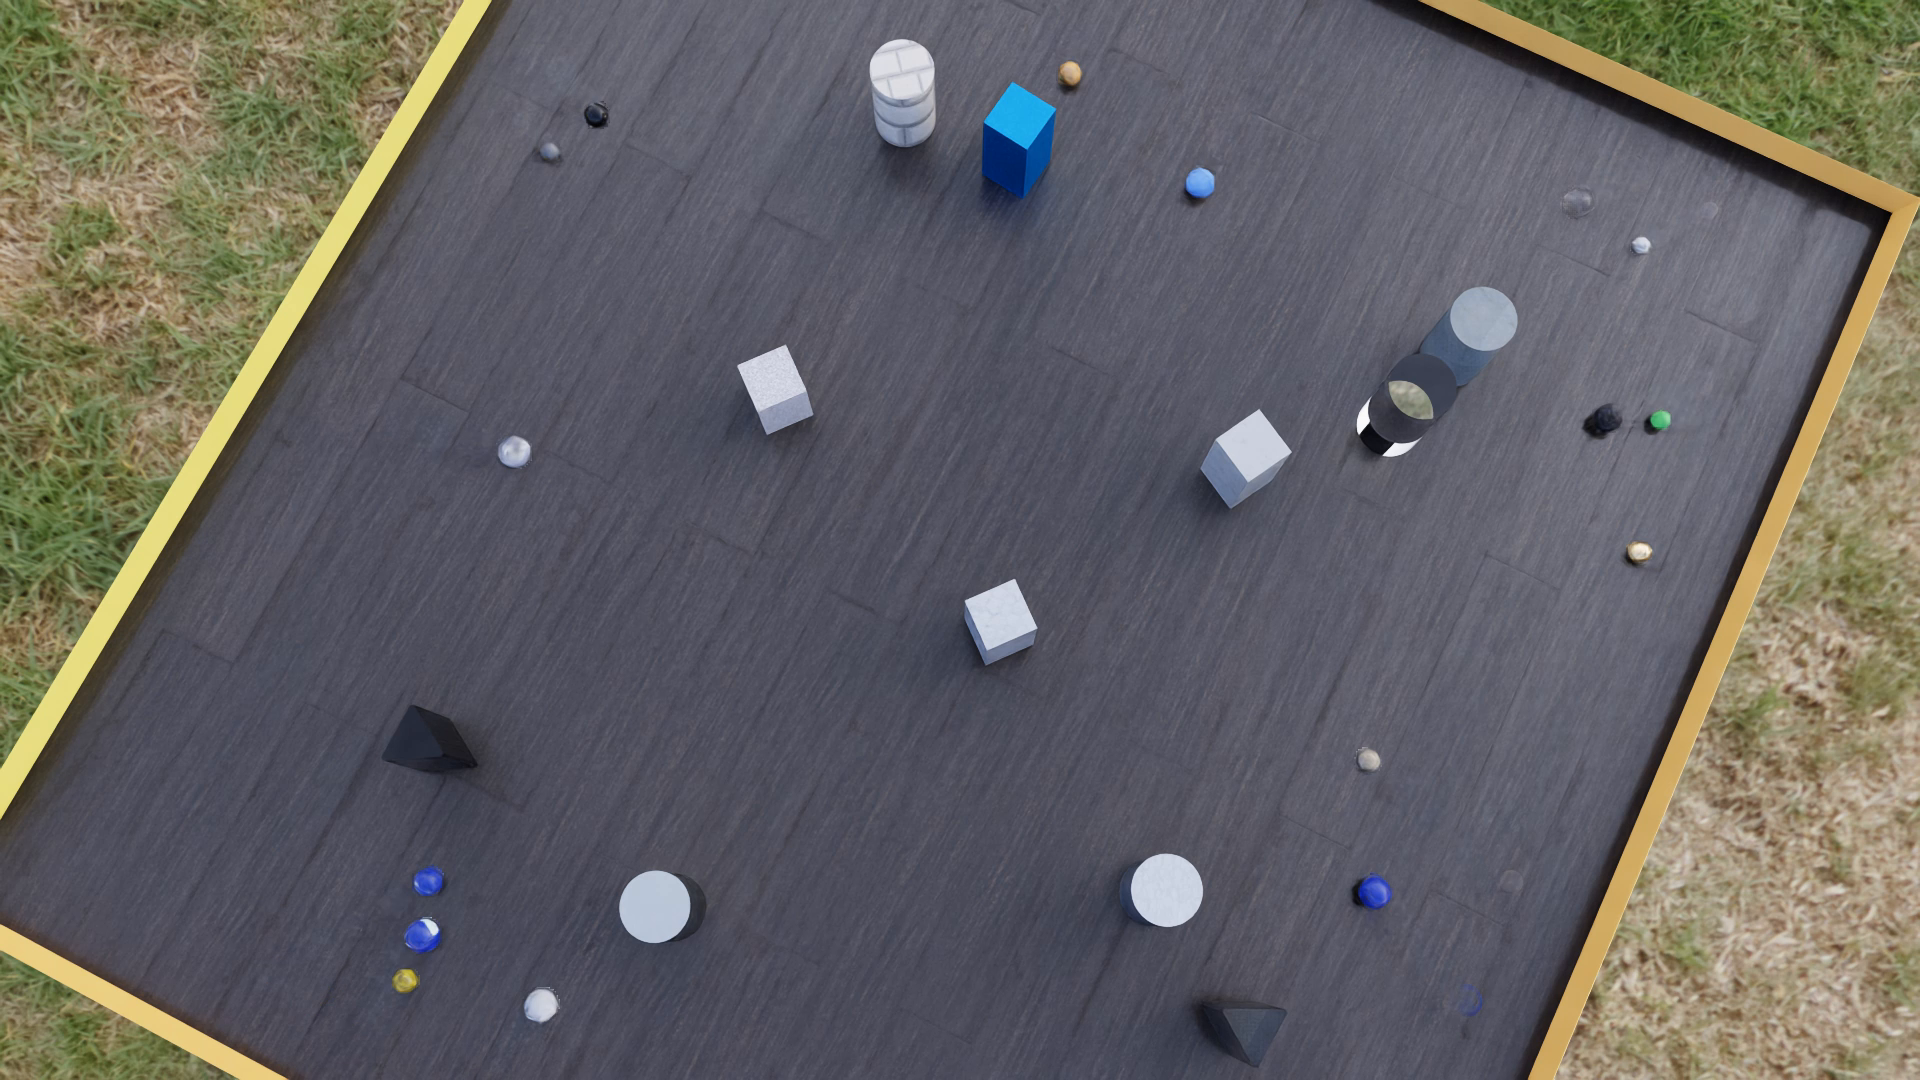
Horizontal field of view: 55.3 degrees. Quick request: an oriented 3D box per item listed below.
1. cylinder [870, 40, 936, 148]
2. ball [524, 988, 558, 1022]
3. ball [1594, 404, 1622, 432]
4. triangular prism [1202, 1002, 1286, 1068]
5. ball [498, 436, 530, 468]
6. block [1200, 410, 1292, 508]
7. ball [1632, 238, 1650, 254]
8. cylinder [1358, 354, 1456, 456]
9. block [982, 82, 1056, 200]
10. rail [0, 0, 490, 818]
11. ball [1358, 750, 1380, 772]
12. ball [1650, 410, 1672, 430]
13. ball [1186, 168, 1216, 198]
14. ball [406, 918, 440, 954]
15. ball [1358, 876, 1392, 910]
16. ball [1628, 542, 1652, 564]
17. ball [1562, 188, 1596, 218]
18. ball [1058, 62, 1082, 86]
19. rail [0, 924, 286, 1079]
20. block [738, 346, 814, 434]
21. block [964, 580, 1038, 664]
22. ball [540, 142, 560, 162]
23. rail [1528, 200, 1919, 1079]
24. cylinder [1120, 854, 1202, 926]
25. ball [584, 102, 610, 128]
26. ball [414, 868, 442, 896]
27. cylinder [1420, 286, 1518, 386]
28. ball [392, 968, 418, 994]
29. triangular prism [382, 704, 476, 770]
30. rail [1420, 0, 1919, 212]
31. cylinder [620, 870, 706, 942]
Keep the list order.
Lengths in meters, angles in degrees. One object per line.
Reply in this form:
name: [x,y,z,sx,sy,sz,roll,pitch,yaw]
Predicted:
cylinder: [-0.176,-1.391,5.726,0.197,0.350,0.197,0,78,0]
ball: [-1.210,1.345,5.290,0.094,0.094,0.094,0,78,0]
ball: [1.998,-0.377,5.651,0.086,0.086,0.086,0,78,0]
triangular prism: [0.765,1.337,5.105,0.148,0.460,0.170,31,80,6]
ball: [-1.367,-0.271,5.623,0.098,0.098,0.098,0,78,0]
block: [0.851,-0.238,5.485,0.157,0.355,0.157,-34,80,-7]
ball: [2.149,-0.929,5.782,0.053,0.053,0.053,0,78,0]
cylinder: [1.331,-0.398,5.480,0.197,0.429,0.197,0,78,0]
block: [0.179,-1.231,5.675,0.157,0.385,0.157,33,80,6]
rail: [-1.944,-0.945,5.746,0.045,0.128,4.610,26,80,5]
ball: [1.215,0.657,5.446,0.067,0.067,0.067,0,78,0]
ball: [2.166,-0.371,5.663,0.060,0.060,0.060,0,78,0]
ball: [0.761,-1.130,5.803,0.094,0.094,0.094,0,78,0]
ball: [-1.562,1.151,5.328,0.098,0.098,0.098,0,78,0]
ball: [1.213,1.031,5.355,0.094,0.094,0.094,0,78,0]
ball: [2.069,0.038,5.574,0.069,0.069,0.069,0,78,0]
ball: [1.955,-1.065,5.787,0.097,0.097,0.097,0,78,0]
ball: [0.353,-1.498,5.888,0.076,0.076,0.076,0,78,0]
rail: [-1.020,2.005,5.135,4.393,0.128,0.045,26,80,5]
block: [-0.559,-0.454,5.576,0.157,0.263,0.157,-24,79,-5]
block: [0.117,0.246,5.403,0.157,0.318,0.157,-23,79,-5]
ball: [-1.307,-1.237,5.842,0.060,0.060,0.060,0,78,0]
rail: [1.944,0.958,5.352,0.045,0.128,4.610,26,80,5]
cylinder: [0.567,0.999,5.211,0.197,0.389,0.197,0,78,0]
ball: [-1.162,-1.358,5.857,0.079,0.079,0.079,0,78,0]
ball: [-1.557,1.002,5.367,0.082,0.082,0.082,0,78,0]
cylinder: [1.536,-0.611,5.554,0.197,0.370,0.197,0,78,0]
ball: [-1.610,1.280,5.315,0.072,0.072,0.072,0,78,0]
triangular prism: [-1.532,0.571,5.307,0.170,0.374,0.148,-4,78,-1]
rail: [1.020,-1.991,5.962,4.393,0.128,0.045,26,80,5]
cylinder: [-0.844,1.048,5.232,0.197,0.328,0.197,0,78,0]
